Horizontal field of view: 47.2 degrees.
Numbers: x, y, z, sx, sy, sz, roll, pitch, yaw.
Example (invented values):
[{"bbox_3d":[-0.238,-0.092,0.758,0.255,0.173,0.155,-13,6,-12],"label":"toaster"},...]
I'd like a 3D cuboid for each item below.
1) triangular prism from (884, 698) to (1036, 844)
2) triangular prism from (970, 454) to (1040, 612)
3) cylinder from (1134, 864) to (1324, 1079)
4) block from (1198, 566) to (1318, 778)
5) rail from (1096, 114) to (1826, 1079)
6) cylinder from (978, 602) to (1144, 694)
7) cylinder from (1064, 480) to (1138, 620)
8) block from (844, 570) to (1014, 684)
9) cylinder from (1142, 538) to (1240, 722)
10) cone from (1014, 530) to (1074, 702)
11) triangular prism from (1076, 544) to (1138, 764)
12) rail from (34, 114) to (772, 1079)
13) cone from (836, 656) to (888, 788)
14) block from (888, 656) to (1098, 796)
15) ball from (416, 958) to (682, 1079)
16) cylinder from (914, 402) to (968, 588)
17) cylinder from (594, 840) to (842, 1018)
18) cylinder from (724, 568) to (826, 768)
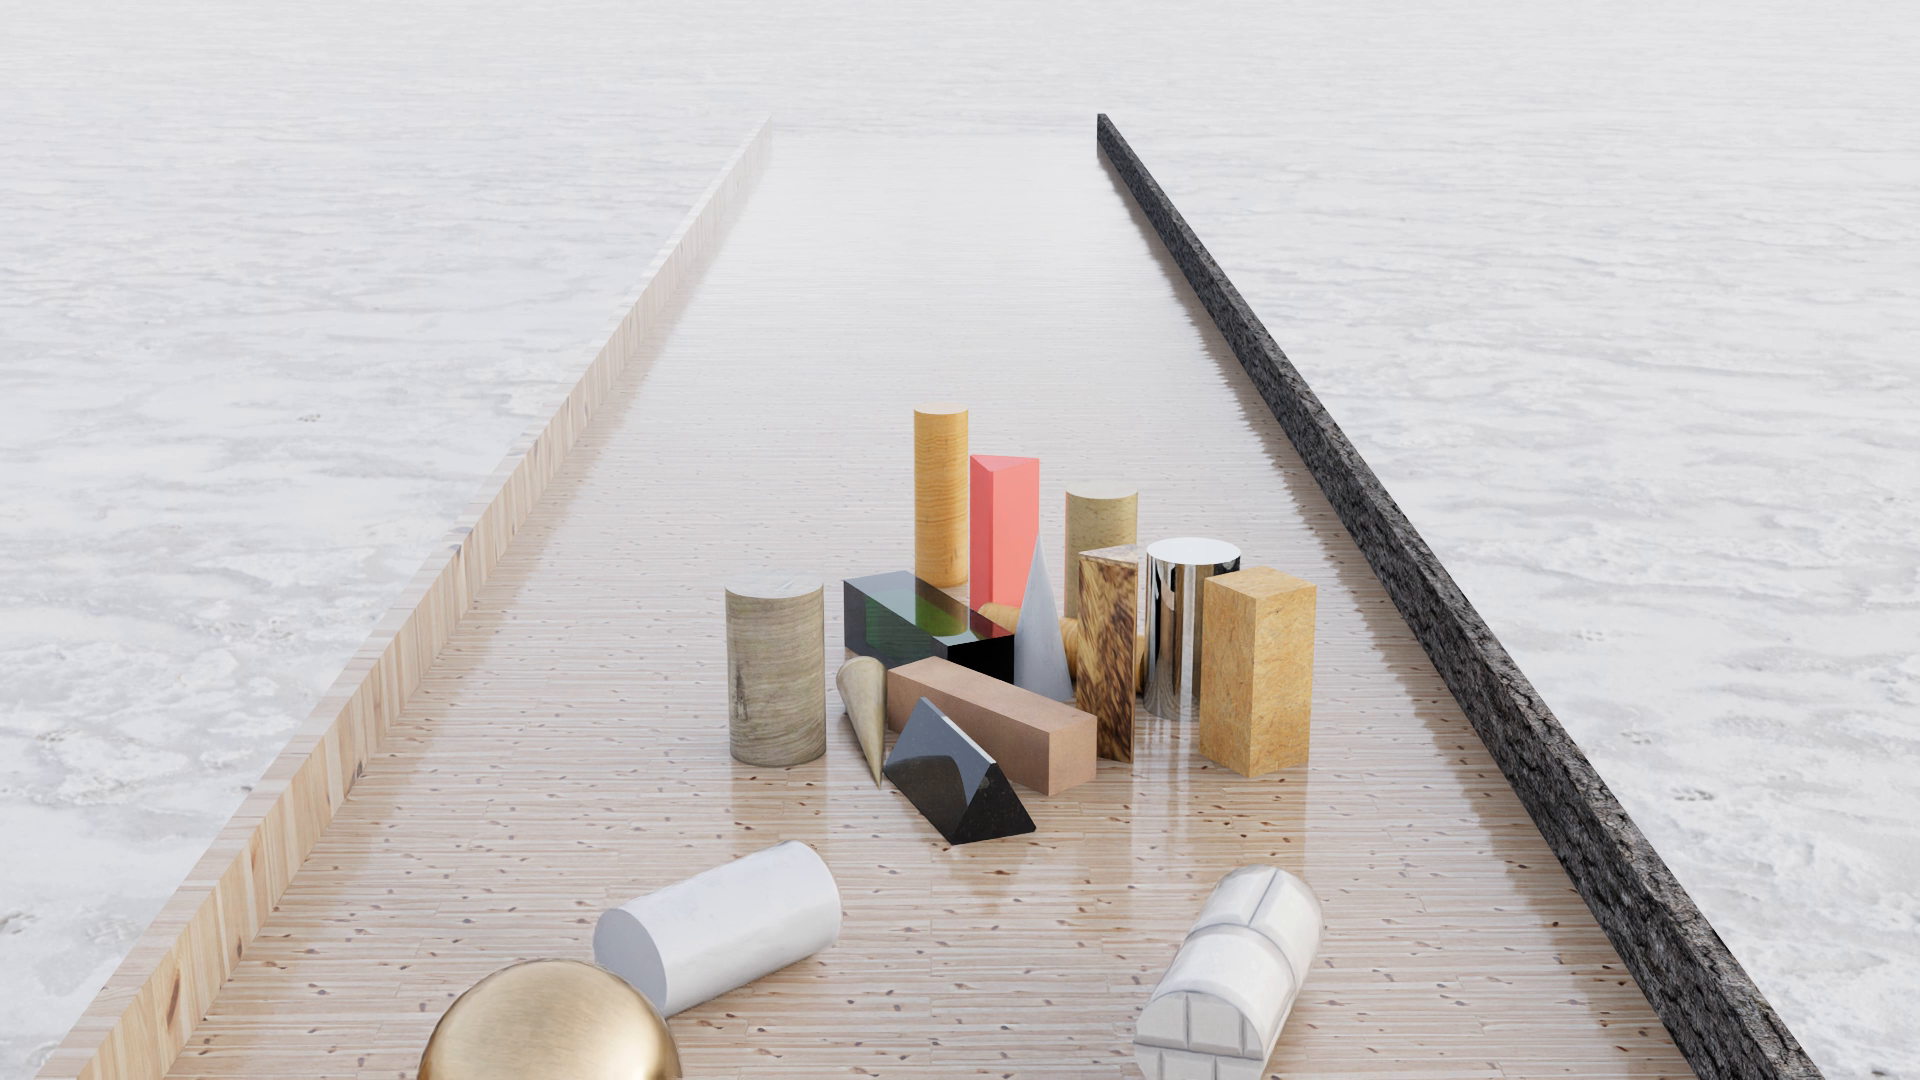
[{"bbox_3d":[-0.005,0.379,3.711,0.151,0.131,0.323,-6,18,-21],"label":"triangular prism"},{"bbox_3d":[0.069,-0.007,4.658,0.127,0.337,0.147,15,22,42],"label":"triangular prism"},{"bbox_3d":[0.366,0.591,2.946,0.167,0.167,0.394,6,18,19],"label":"cylinder"},{"bbox_3d":[0.523,0.230,3.877,0.138,0.329,0.138,-11,20,-32],"label":"block"},{"bbox_3d":[0.932,-0.844,7.801,0.050,0.150,12.000,0,17,-1],"label":"rail"},{"bbox_3d":[0.211,0.211,4.315,0.379,0.116,0.116,10,20,31],"label":"cylinder"},{"bbox_3d":[0.280,0.067,4.386,0.143,0.350,0.143,0,17,0],"label":"cylinder"},{"bbox_3d":[-0.067,0.197,4.317,0.141,0.141,0.458,-9,19,-27],"label":"block"},{"bbox_3d":[0.434,0.167,4.127,0.174,0.307,0.174,0,17,0],"label":"cylinder"},{"bbox_3d":[0.150,0.134,4.190,0.137,0.333,0.137,0,17,0],"label":"cone"},{"bbox_3d":[0.282,0.197,3.910,0.114,0.372,0.099,10,19,30],"label":"triangular prism"},{"bbox_3d":[-1.118,-0.838,7.780,0.050,0.150,12.000,0,17,-1],"label":"rail"},{"bbox_3d":[-0.161,0.348,3.968,0.101,0.101,0.424,-2,23,-6],"label":"cone"},{"bbox_3d":[0.052,0.327,3.926,0.116,0.116,0.421,-15,22,-40],"label":"block"},{"bbox_3d":[-0.474,0.639,2.545,0.305,0.305,0.305,0,17,0],"label":"ball"},{"bbox_3d":[-0.042,-0.099,4.866,0.120,0.396,0.120,0,17,0],"label":"cylinder"},{"bbox_3d":[-0.339,0.548,3.093,0.312,0.166,0.166,-16,23,-43],"label":"cylinder"},{"bbox_3d":[-0.327,0.227,3.914,0.173,0.314,0.173,0,17,0],"label":"cylinder"}]
